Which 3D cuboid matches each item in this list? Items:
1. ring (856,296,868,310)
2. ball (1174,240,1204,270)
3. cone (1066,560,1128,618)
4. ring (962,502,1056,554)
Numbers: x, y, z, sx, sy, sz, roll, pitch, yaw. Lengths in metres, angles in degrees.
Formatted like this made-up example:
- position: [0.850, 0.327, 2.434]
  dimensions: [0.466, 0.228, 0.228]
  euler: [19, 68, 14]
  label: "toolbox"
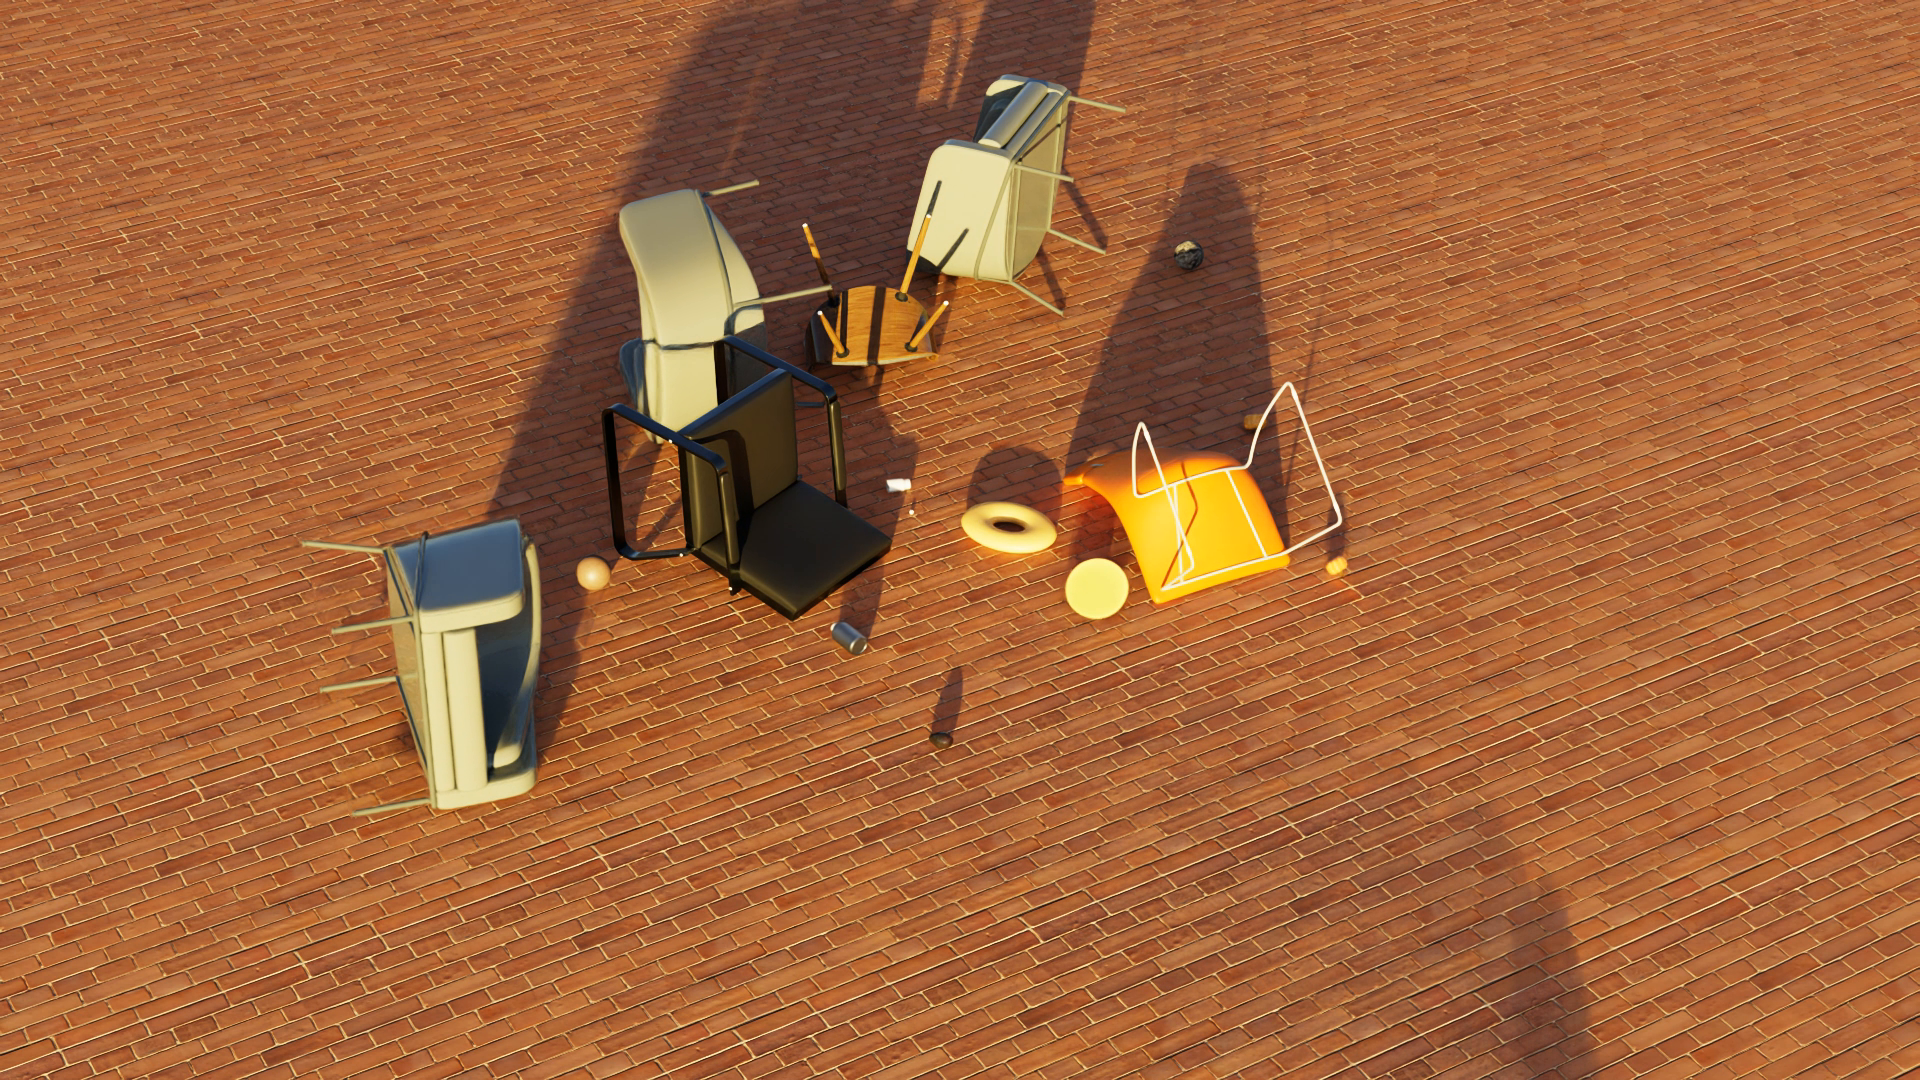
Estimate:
- position: [-0.412, -1.003, 12.447]
  dimensions: [0.052, 0.022, 0.105]
  euler: [0, 33, -2]
  label: "ring"
- position: [0.992, -1.234, 12.700]
  dimensions: [0.129, 0.129, 0.129]
  euler: [0, 33, 0]
  label: "ball"
- position: [0.505, 0.190, 10.590]
  dimensions: [0.233, 0.094, 0.223]
  euler: [38, 85, 24]
  label: "cone"
- position: [0.183, -0.049, 10.961]
  dimensions: [0.380, 0.064, 0.282]
  euler: [18, 38, 25]
  label: "ring"
